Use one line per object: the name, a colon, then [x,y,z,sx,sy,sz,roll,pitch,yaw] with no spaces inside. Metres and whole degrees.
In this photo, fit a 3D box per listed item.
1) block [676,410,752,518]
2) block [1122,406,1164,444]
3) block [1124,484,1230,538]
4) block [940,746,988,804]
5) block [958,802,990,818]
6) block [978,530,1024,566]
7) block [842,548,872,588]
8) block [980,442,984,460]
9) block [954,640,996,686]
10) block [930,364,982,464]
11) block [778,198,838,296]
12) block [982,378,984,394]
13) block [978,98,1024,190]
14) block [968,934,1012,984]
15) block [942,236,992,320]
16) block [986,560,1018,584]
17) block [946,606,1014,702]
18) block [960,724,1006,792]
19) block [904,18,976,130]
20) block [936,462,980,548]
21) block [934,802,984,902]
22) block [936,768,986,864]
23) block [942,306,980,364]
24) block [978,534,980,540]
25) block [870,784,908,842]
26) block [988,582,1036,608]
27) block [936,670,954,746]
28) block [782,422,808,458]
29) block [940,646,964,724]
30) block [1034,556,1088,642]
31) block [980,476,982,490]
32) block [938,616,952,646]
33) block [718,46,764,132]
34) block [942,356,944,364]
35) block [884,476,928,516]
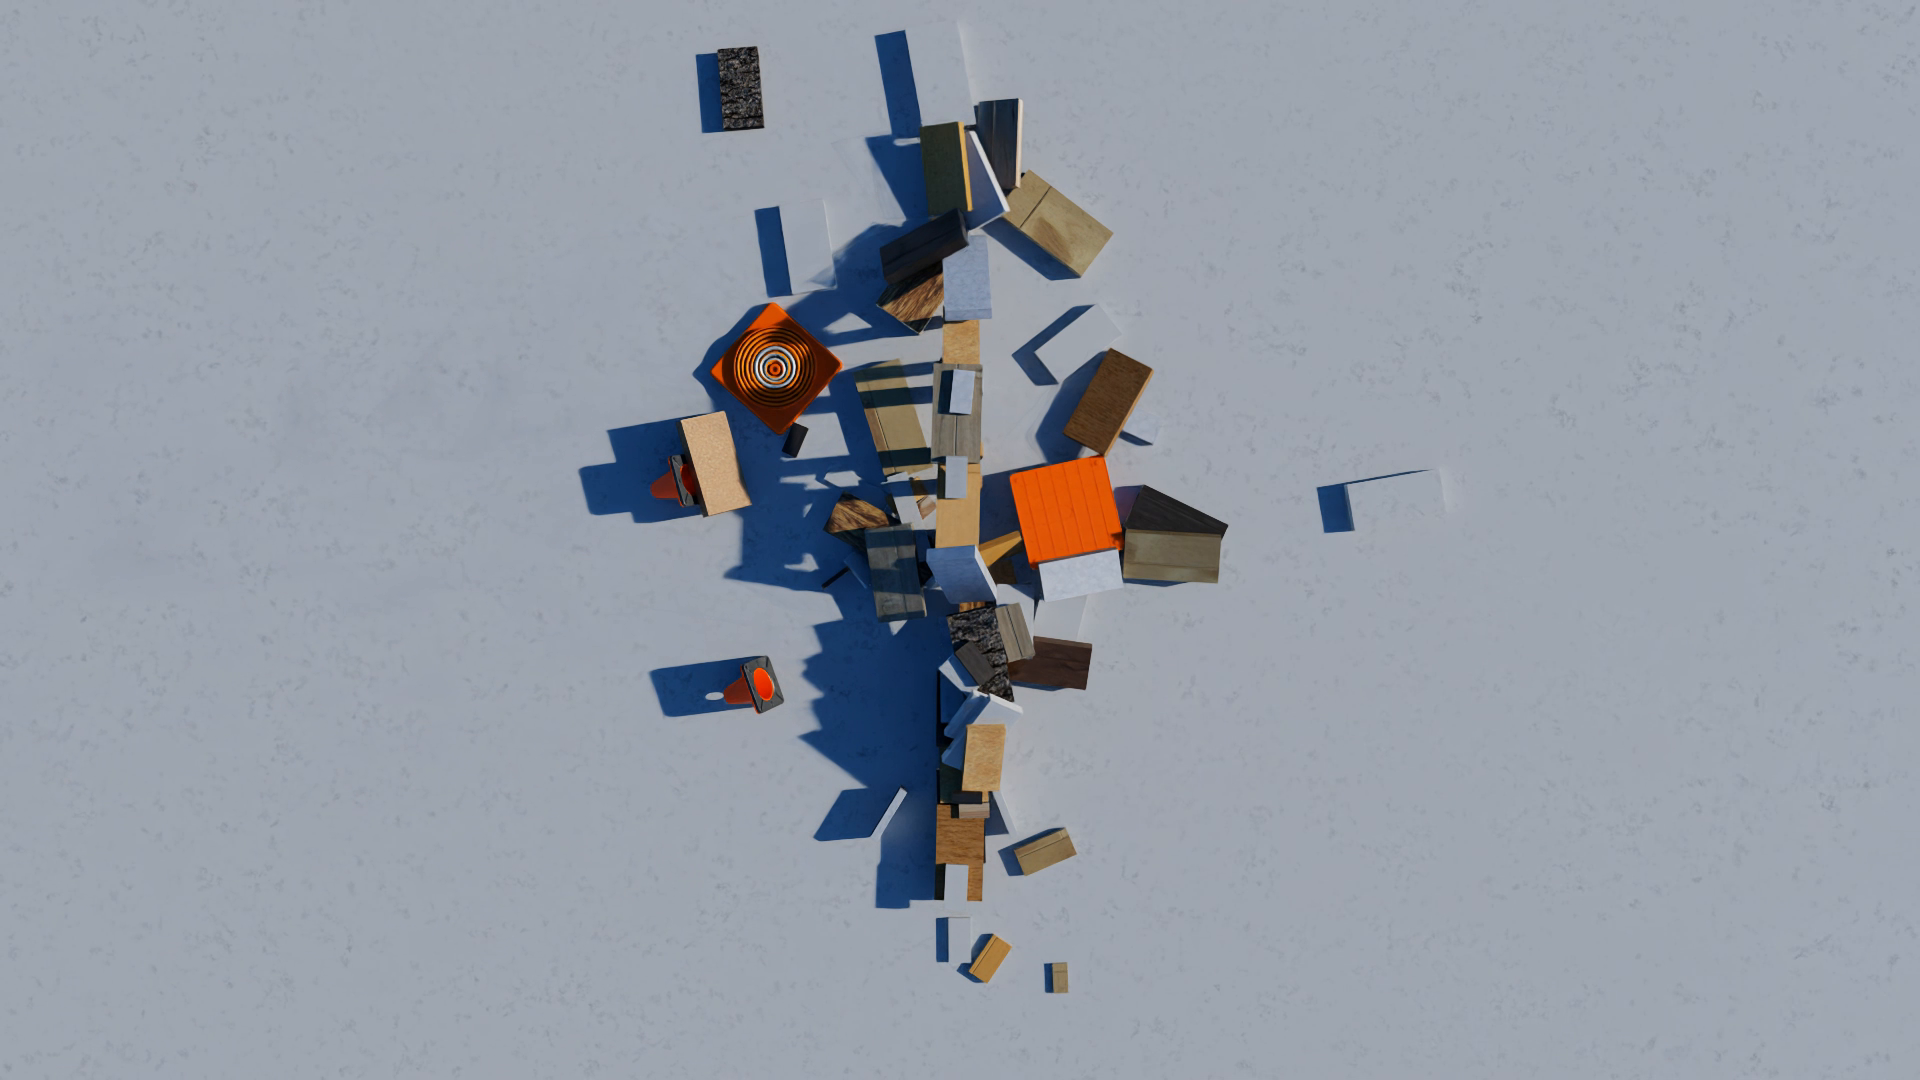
block: [-0.811,-0.250,5.436,0.162,0.046,0.324,-16,90,-34]
block: [0.580,-0.396,5.487,0.182,0.026,0.091,25,90,0]
block: [0.716,-0.047,5.478,0.311,0.044,0.156,26,90,0]
block: [0.010,0.709,5.444,0.157,0.044,0.313,-2,77,0]
block: [0.047,0.886,5.404,0.099,0.014,0.050,-2,90,0]
block: [0.115,0.036,5.447,0.186,0.093,0.026,-21,55,-4]
block: [-0.328,0.095,5.478,0.060,0.017,0.121,-39,89,-27]
block: [-0.004,-0.288,5.346,0.154,0.308,0.044,0,91,0]
block: [0.048,0.394,5.278,0.067,0.019,0.135,-38,92,-14]
block: [-0.010,-0.397,5.170,0.154,0.044,0.308,2,90,0]
block: [-0.504,-0.973,5.479,0.148,0.042,0.297,-9,90,0]
block: [-0.003,-0.491,5.346,0.154,0.308,0.044,0,92,0]
block: [0.130,-1.307,5.452,0.143,0.041,0.286,2,90,25]
block: [0.101,1.393,5.490,0.074,0.021,0.148,34,90,0]
block: [0.021,-0.845,5.302,0.149,0.042,0.384,-3,46,0]
block: [0.100,0.124,5.488,0.166,0.023,0.083,-14,90,0]
block: [0.066,0.381,5.320,0.157,0.045,0.315,-12,95,0]
block: [0.074,0.703,5.318,0.123,0.035,0.247,0,122,-8]
block: [-0.064,-1.534,5.475,0.176,0.050,0.353,-10,90,0]
block: [-0.006,-0.106,5.209,0.136,0.039,0.272,2,90,0]
block: [-0.001,1.027,5.433,0.157,0.044,0.313,2,90,0]
block: [0.004,0.915,5.478,0.157,0.044,0.313,-1,90,0]
block: [0.004,-0.627,5.240,0.116,0.033,0.231,-1,83,0]
block: [-0.006,-0.020,5.364,0.136,0.272,0.039,1,89,0]
block: [-0.234,0.903,5.453,0.027,0.094,0.187,32,90,0]
block: [0.163,0.196,5.488,0.166,0.023,0.083,-12,90,0]
block: [-0.014,0.556,5.435,0.125,0.035,0.249,0,67,0]
block: [-0.549,-0.333,5.492,0.053,0.015,0.106,23,90,0]
block: [-0.002,0.472,5.392,0.125,0.035,0.249,-1,77,-1]
block: [0.336,0.219,5.479,0.150,0.043,0.301,14,90,0]
block: [0.003,-0.185,5.364,0.136,0.272,0.039,1,90,0]
block: [0.003,0.370,5.452,0.125,0.035,0.249,-5,77,-2]
block: [-0.728,-1.499,5.481,0.132,0.037,0.265,-5,90,0]
block: [-0.002,-0.580,5.384,0.116,0.231,0.033,-2,92,0]
block: [-0.178,-0.147,5.480,0.134,0.019,0.067,-33,98,-5]
